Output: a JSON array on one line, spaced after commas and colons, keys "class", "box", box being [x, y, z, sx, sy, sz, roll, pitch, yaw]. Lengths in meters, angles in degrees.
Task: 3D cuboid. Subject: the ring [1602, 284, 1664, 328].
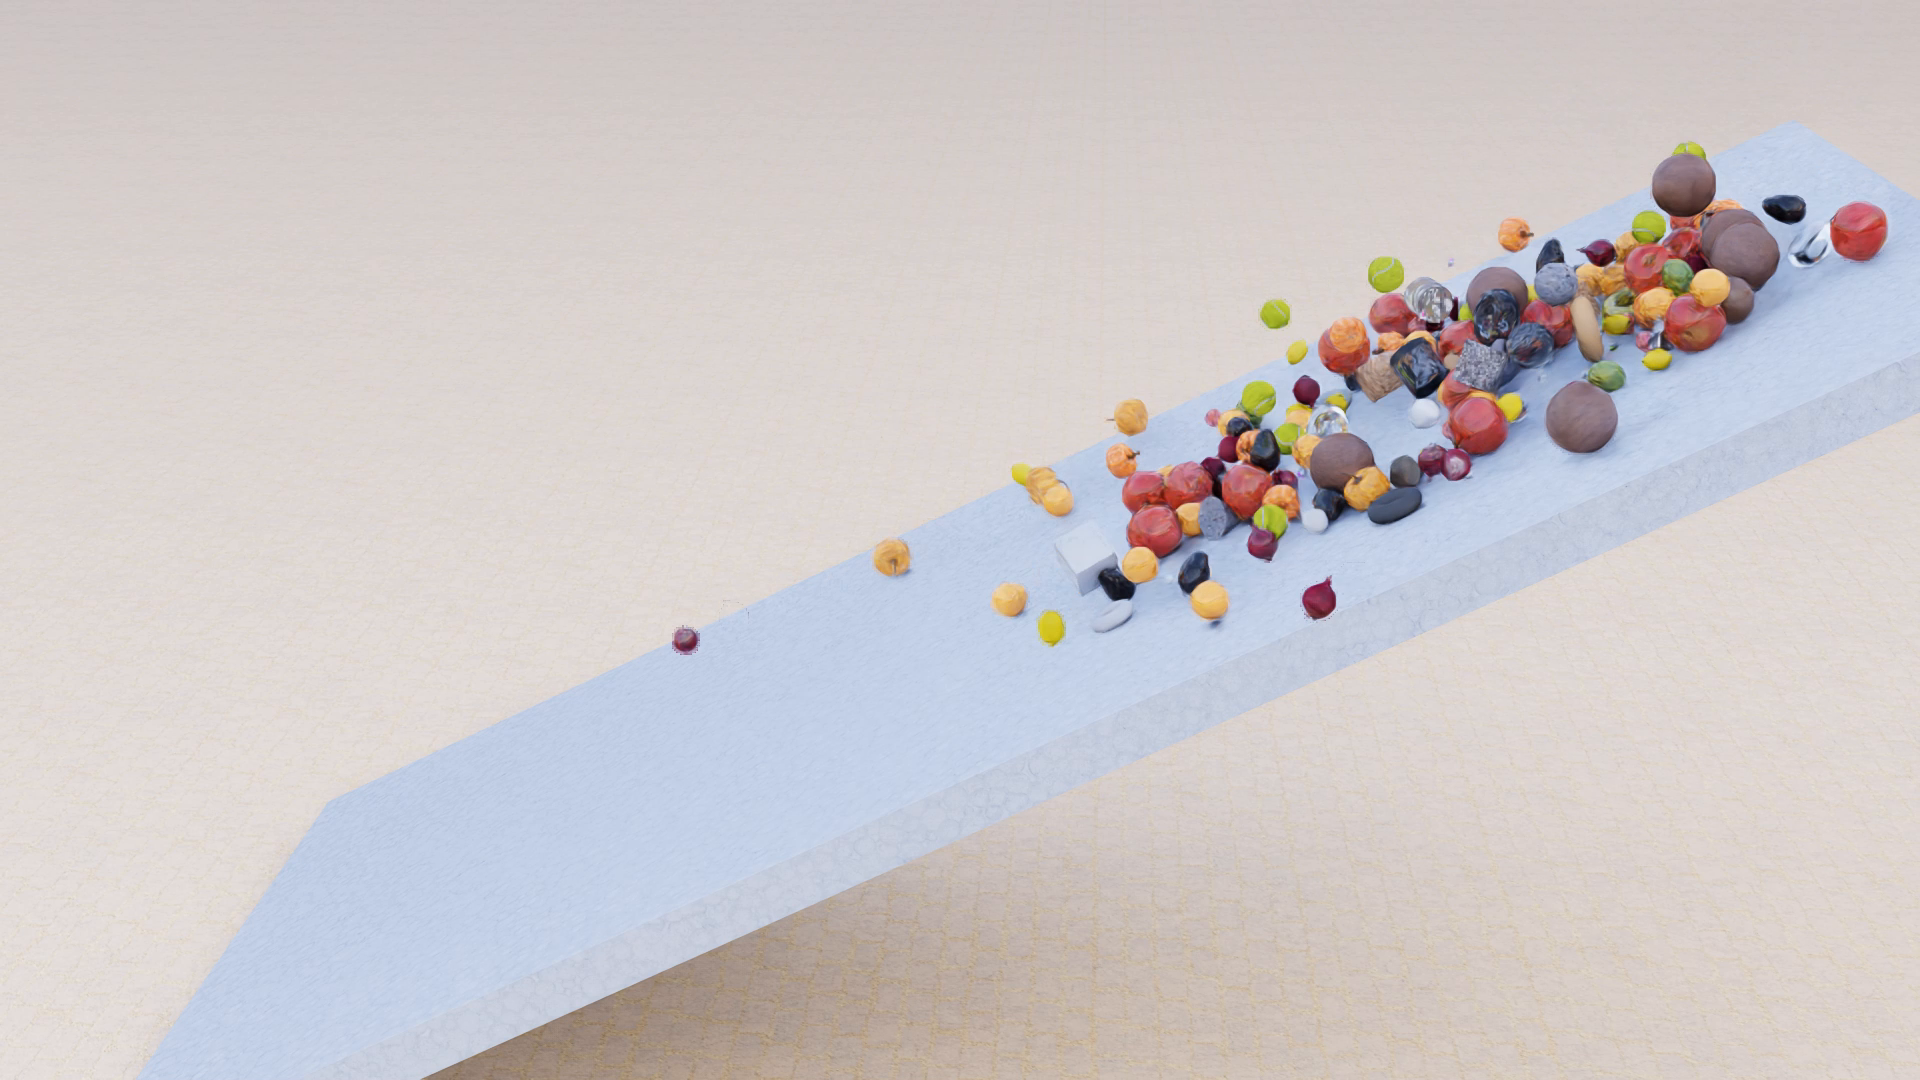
[{"class": "ring", "box": [1.369, -0.477, 5.988, 0.128, 0.043, 0.128, -21, 26, 11]}]

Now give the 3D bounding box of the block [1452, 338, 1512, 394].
[{"class": "block", "box": [1.018, -0.338, 5.736, 0.082, 0.082, 0.082, 22, 7, 16]}]

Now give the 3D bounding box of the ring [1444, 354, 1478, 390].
[{"class": "ring", "box": [1.039, -0.348, 6.068, 0.098, 0.033, 0.098, 39, 5, -4]}]

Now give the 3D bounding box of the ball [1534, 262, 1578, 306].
[{"class": "ball", "box": [1.194, -0.513, 5.892, 0.088, 0.088, 0.088, 0, 16, 0]}]

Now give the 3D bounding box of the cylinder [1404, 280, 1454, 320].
[{"class": "cylinder", "box": [1.041, -0.534, 6.535, 0.084, 0.084, 0.084, -5, 12, -15]}]

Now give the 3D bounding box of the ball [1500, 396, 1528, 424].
[{"class": "ball", "box": [1.077, -0.253, 5.723, 0.053, 0.053, 0.053, 0, 16, 0]}]

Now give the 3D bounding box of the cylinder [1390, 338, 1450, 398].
[{"class": "cylinder", "box": [0.958, -0.358, 6.131, 0.091, 0.091, 0.091, -14, 61, -40]}]

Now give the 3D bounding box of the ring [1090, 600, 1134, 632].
[{"class": "ring", "box": [0.298, 0.149, 5.762, 0.094, 0.031, 0.094, -29, 11, 6]}]

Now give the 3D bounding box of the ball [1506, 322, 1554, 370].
[{"class": "ball", "box": [1.123, -0.383, 5.785, 0.093, 0.093, 0.093, 0, 16, 0]}]

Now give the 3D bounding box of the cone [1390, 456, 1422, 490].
[{"class": "cone", "box": [0.878, -0.128, 5.686, 0.069, 0.069, 0.069, 14, 10, 39]}]

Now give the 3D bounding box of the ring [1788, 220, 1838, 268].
[{"class": "ring", "box": [1.675, -0.581, 5.777, 0.037, 0.111, 0.111, 40, 7, -17]}]

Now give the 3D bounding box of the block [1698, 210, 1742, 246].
[{"class": "block", "box": [1.580, -0.649, 6.116, 0.058, 0.058, 0.058, -3, 20, -42]}]

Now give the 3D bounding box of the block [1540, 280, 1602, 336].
[{"class": "block", "box": [1.273, -0.483, 6.134, 0.076, 0.076, 0.076, -33, 7, -21]}]

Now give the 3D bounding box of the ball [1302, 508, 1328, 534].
[{"class": "ball", "box": [0.684, -0.036, 5.668, 0.051, 0.051, 0.051, 0, 16, 0]}]

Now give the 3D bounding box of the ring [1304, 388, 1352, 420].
[{"class": "ring", "box": [0.804, -0.294, 6.432, 0.115, 0.038, 0.115, -27, 13, 6]}]

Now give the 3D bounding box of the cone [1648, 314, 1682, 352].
[{"class": "cone", "box": [1.356, -0.412, 5.691, 0.067, 0.067, 0.067, -2, 54, -6]}]

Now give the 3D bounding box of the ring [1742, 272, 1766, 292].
[{"class": "ring", "box": [1.554, -0.503, 5.799, 0.077, 0.026, 0.077, -27, 13, 7]}]

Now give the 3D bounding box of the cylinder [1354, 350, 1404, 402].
[{"class": "cylinder", "box": [0.891, -0.347, 6.228, 0.082, 0.082, 0.082, -33, 21, -4]}]

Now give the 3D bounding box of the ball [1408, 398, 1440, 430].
[{"class": "ball", "box": [0.877, -0.238, 5.560, 0.059, 0.059, 0.059, 0, 16, 0]}]

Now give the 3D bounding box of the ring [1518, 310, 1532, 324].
[{"class": "ring", "box": [1.192, -0.468, 6.352, 0.093, 0.031, 0.093, -26, 12, 6]}]

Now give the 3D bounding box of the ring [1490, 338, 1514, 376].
[{"class": "ring", "box": [1.078, -0.363, 5.847, 0.026, 0.078, 0.078, -6, 10, 36]}]

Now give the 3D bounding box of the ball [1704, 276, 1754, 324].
[{"class": "ball", "box": [1.475, -0.460, 5.640, 0.095, 0.095, 0.095, 0, 16, 0]}]

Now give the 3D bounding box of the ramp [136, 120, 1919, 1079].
[{"class": "ramp", "box": [0.138, 0.168, 6.281, 4.000, 0.100, 2.000, -25, 14, 10]}]

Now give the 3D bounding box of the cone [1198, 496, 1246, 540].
[{"class": "cone", "box": [0.550, -0.047, 5.987, 0.092, 0.092, 0.092, -4, 16, -31]}]

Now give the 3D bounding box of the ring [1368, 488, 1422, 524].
[{"class": "ring", "box": [0.820, -0.065, 5.551, 0.108, 0.036, 0.108, -24, 14, 6]}]

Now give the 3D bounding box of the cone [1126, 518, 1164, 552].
[{"class": "cone", "box": [0.396, -0.013, 6.177, 0.071, 0.071, 0.071, -4, 17, -21]}]

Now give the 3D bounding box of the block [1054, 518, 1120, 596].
[{"class": "block", "box": [0.254, 0.035, 5.873, 0.092, 0.092, 0.092, -29, 59, -7]}]

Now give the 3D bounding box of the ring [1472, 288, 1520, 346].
[{"class": "ring", "box": [1.094, -0.452, 6.003, 0.041, 0.123, 0.123, 7, 12, -28]}]

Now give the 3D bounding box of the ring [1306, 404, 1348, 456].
[{"class": "ring", "box": [0.766, -0.229, 6.127, 0.037, 0.112, 0.112, -7, 18, -33]}]

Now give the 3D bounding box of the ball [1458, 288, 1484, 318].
[{"class": "ball", "box": [1.143, -0.527, 6.554, 0.067, 0.067, 0.067, 0, 16, 0]}]
